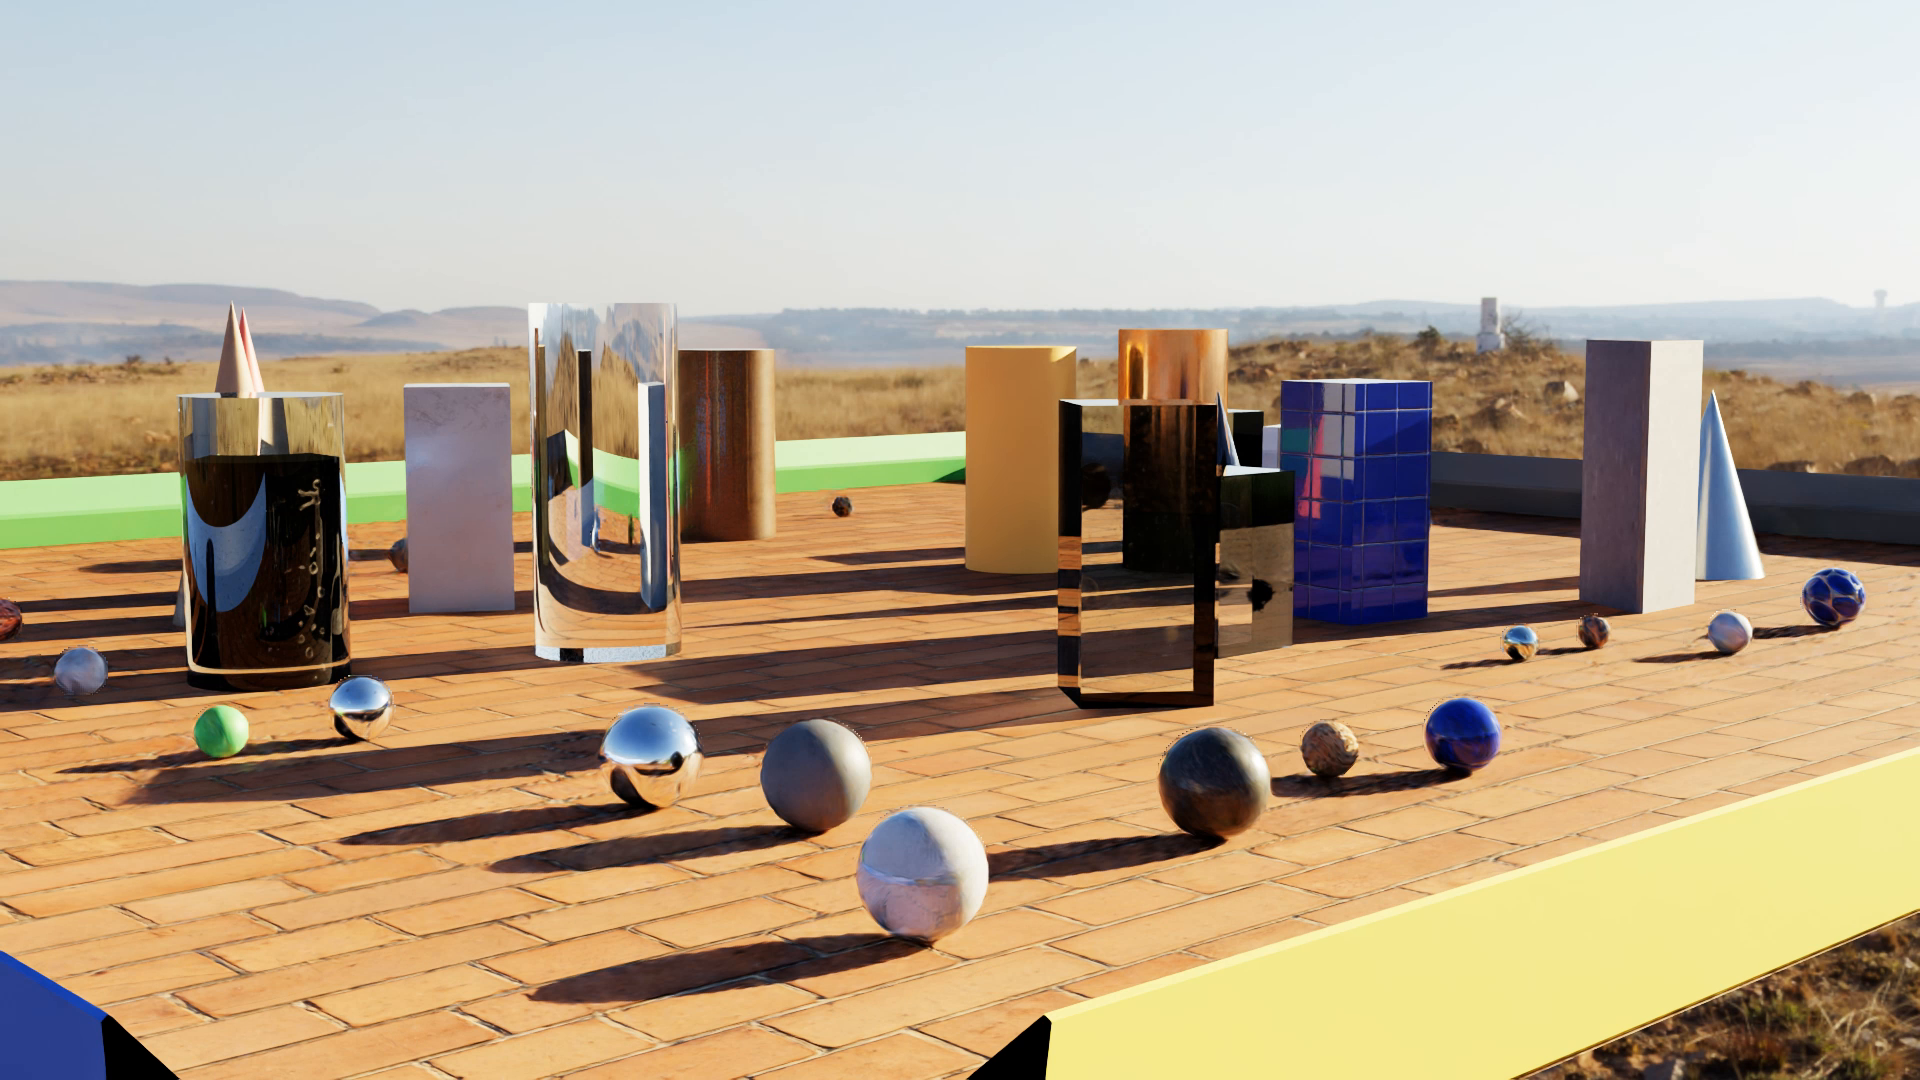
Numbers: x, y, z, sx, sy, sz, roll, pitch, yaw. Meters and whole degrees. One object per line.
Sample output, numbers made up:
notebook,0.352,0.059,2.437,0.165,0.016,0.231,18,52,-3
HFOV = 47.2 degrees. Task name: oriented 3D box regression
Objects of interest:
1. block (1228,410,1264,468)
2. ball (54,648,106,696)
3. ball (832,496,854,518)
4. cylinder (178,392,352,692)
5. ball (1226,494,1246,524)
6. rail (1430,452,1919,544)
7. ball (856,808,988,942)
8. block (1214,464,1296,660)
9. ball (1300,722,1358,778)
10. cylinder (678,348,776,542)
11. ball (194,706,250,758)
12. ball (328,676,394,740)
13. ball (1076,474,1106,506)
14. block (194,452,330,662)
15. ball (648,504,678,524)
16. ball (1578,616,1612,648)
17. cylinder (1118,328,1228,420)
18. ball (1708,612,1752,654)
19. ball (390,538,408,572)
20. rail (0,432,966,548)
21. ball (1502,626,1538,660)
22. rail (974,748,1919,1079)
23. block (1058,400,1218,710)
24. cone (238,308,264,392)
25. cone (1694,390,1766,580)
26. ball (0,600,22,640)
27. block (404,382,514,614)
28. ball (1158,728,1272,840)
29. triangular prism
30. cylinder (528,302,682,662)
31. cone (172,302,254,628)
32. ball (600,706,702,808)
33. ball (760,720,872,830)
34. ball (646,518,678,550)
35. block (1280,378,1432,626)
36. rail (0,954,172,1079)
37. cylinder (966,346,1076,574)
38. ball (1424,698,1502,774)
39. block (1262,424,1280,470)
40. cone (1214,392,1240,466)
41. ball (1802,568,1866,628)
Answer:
block,0.478,-0.127,4.253,0.151,0.247,0.151,-5,8,-37
ball,-1.012,0.152,2.531,0.055,0.055,0.055,0,6,0
ball,-0.249,-0.070,4.681,0.045,0.045,0.045,0,6,0
cylinder,-0.832,-0.003,2.634,0.189,0.341,0.189,0,6,0
ball,0.556,-0.064,4.529,0.064,0.064,0.064,0,6,0
rail,1.359,-0.100,4.579,0.045,0.123,3.495,-6,8,-42
ball,-0.027,0.236,1.551,0.094,0.094,0.094,0,6,0
block,0.331,0.024,2.890,0.151,0.233,0.151,-6,8,-43
ball,0.351,0.199,2.089,0.054,0.054,0.054,0,6,0
cylinder,-0.454,-0.188,4.278,0.189,0.364,0.189,0,6,0
ball,-0.733,0.190,2.182,0.052,0.052,0.052,0,6,0
ball,-0.619,0.174,2.270,0.066,0.066,0.066,0,6,0
ball,0.292,-0.111,4.930,0.074,0.074,0.074,0,6,0
block,-0.903,0.017,2.856,0.151,0.254,0.151,-1,6,-13
ball,-0.583,-0.042,4.323,0.058,0.058,0.058,0,6,0
ball,0.832,0.121,2.885,0.042,0.042,0.042,0,6,0
cylinder,0.369,-0.162,3.823,0.189,0.408,0.189,0,6,0
ball,0.995,0.120,2.842,0.054,0.054,0.054,0,6,0
ball,-0.930,0.025,3.705,0.060,0.060,0.060,0,6,0
rail,-1.169,-0.101,4.592,3.746,0.123,0.045,-6,8,-42
ball,0.710,0.131,2.786,0.044,0.044,0.044,0,6,0
rail,1.169,0.165,2.072,3.746,0.123,0.045,-6,8,-42
block,0.200,0.012,2.513,0.151,0.338,0.151,-1,6,-7
cone,-1.106,-0.138,3.414,0.189,0.446,0.189,0,6,0
cone,1.256,-0.098,3.686,0.189,0.310,0.189,0,6,0
ball,-1.288,0.107,2.948,0.056,0.056,0.056,0,6,0
block,-0.748,-0.067,3.289,0.151,0.330,0.151,-1,6,-12
ball,0.214,0.205,1.845,0.094,0.094,0.094,0,6,0
triangular prism,0.999,-0.101,3.296,0.142,0.396,0.164,6,8,45
cylinder,-0.457,-0.080,2.839,0.189,0.450,0.189,0,6,0
cone,-1.028,-0.113,3.126,0.189,0.457,0.189,0,6,0
ball,-0.276,0.194,1.961,0.091,0.091,0.091,0,6,0
ball,-0.123,0.201,1.878,0.095,0.095,0.095,0,6,0
ball,-0.548,-0.012,4.053,0.060,0.060,0.060,0,6,0
block,0.570,-0.060,3.177,0.151,0.340,0.151,-4,7,-34
rail,-1.359,0.164,2.085,0.045,0.123,3.495,-6,8,-42
cylinder,0.104,-0.141,3.769,0.189,0.378,0.189,0,6,0
ball,0.482,0.188,2.109,0.072,0.072,0.072,0,6,0
block,0.623,-0.079,3.831,0.151,0.240,0.151,3,7,27
cone,0.405,-0.079,3.467,0.189,0.317,0.189,0,6,0
ball,1.222,0.080,3.074,0.083,0.083,0.083,0,6,0
